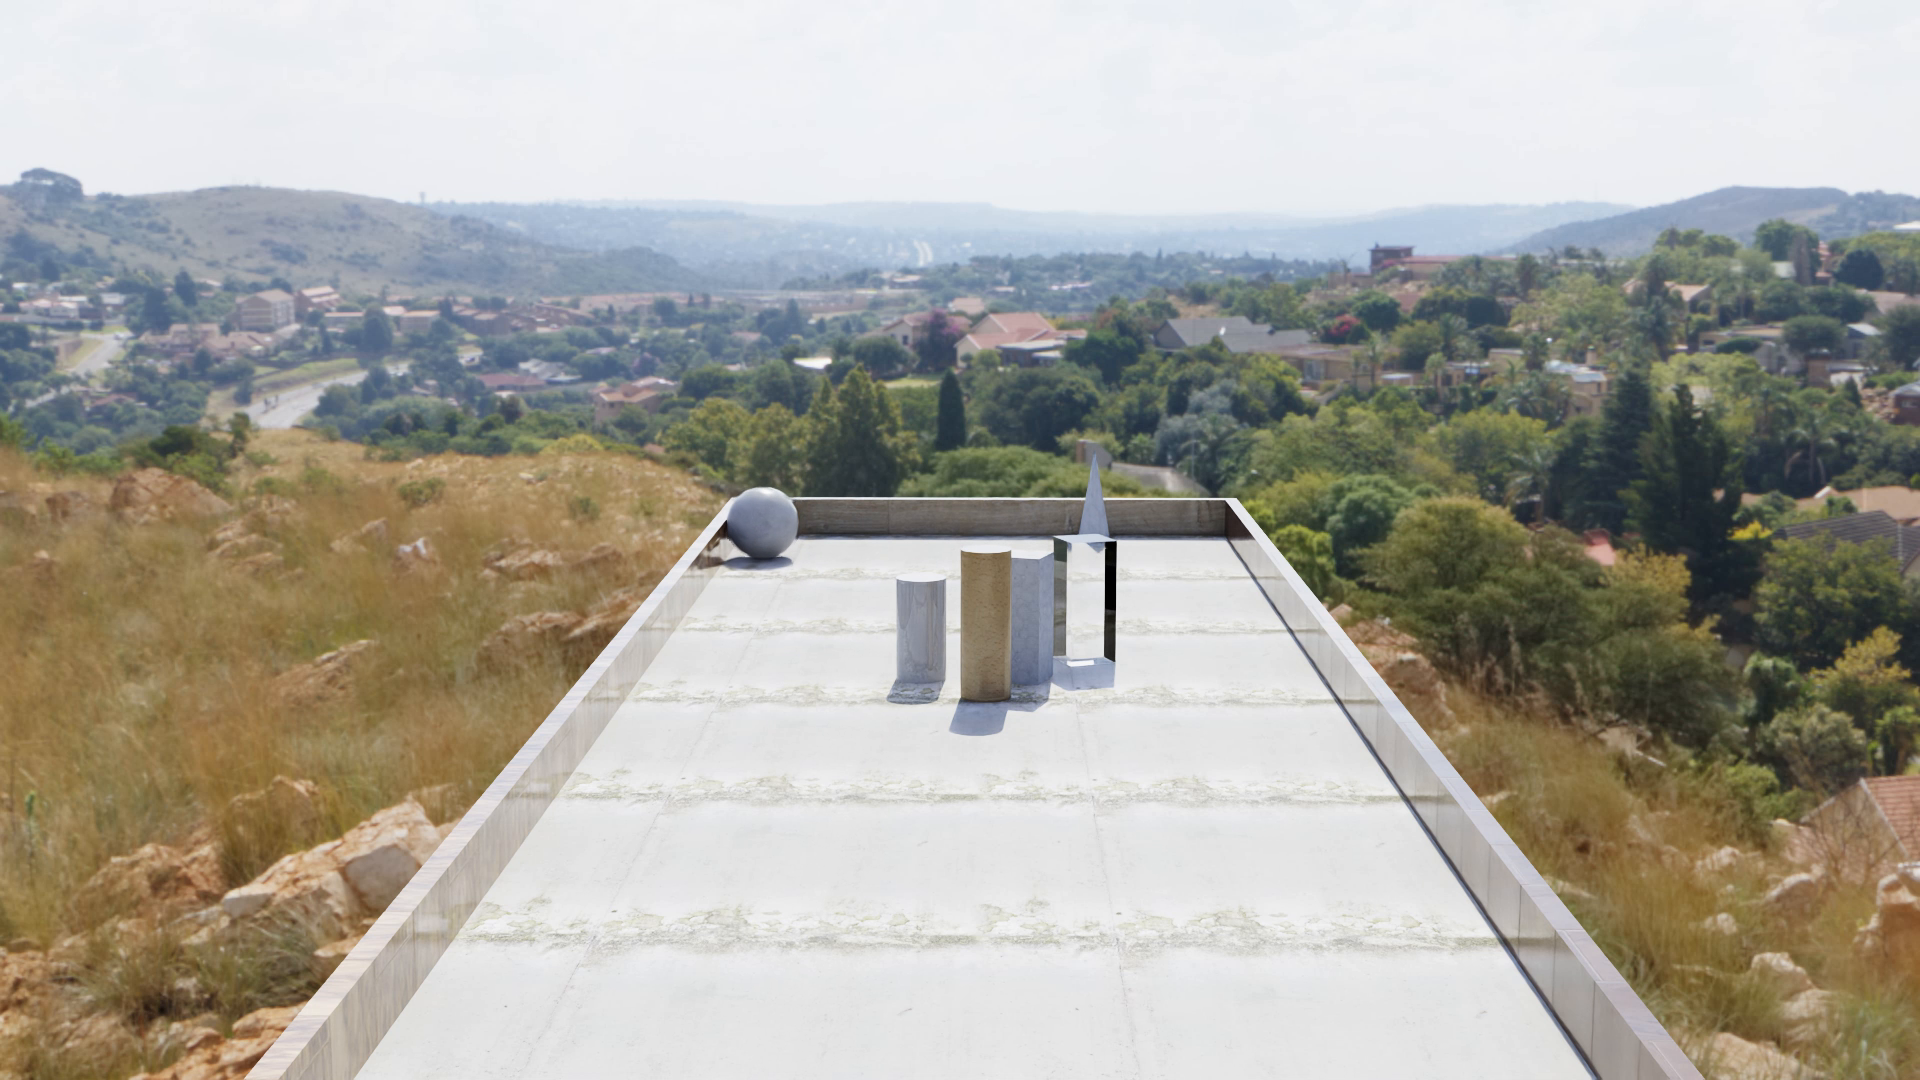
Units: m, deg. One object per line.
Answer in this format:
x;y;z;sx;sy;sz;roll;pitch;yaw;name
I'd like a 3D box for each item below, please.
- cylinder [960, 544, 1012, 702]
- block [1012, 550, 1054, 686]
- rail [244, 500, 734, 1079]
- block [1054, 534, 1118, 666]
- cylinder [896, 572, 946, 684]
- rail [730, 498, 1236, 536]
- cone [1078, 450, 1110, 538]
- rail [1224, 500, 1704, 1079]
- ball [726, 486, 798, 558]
0.073;0.234;6.179;0.144;0.424;0.144;0;9;0;cylinder
0.185;0.224;6.415;0.140;0.370;0.140;3;10;19;block
-1.004;0.839;3.234;0.050;0.150;12.000;0;9;1;rail
0.378;0.180;6.675;0.146;0.375;0.146;-3;10;-19;block
-0.113;0.257;6.431;0.147;0.300;0.147;0;9;0;cylinder
0.099;-0.098;9.147;2.100;0.150;0.050;0;9;1;rail
0.551;-0.190;9.021;0.132;0.372;0.132;0;9;0;cone
1.046;0.843;3.208;0.050;0.150;12.000;0;9;1;rail
-0.767;-0.068;8.550;0.278;0.278;0.278;0;9;0;ball
